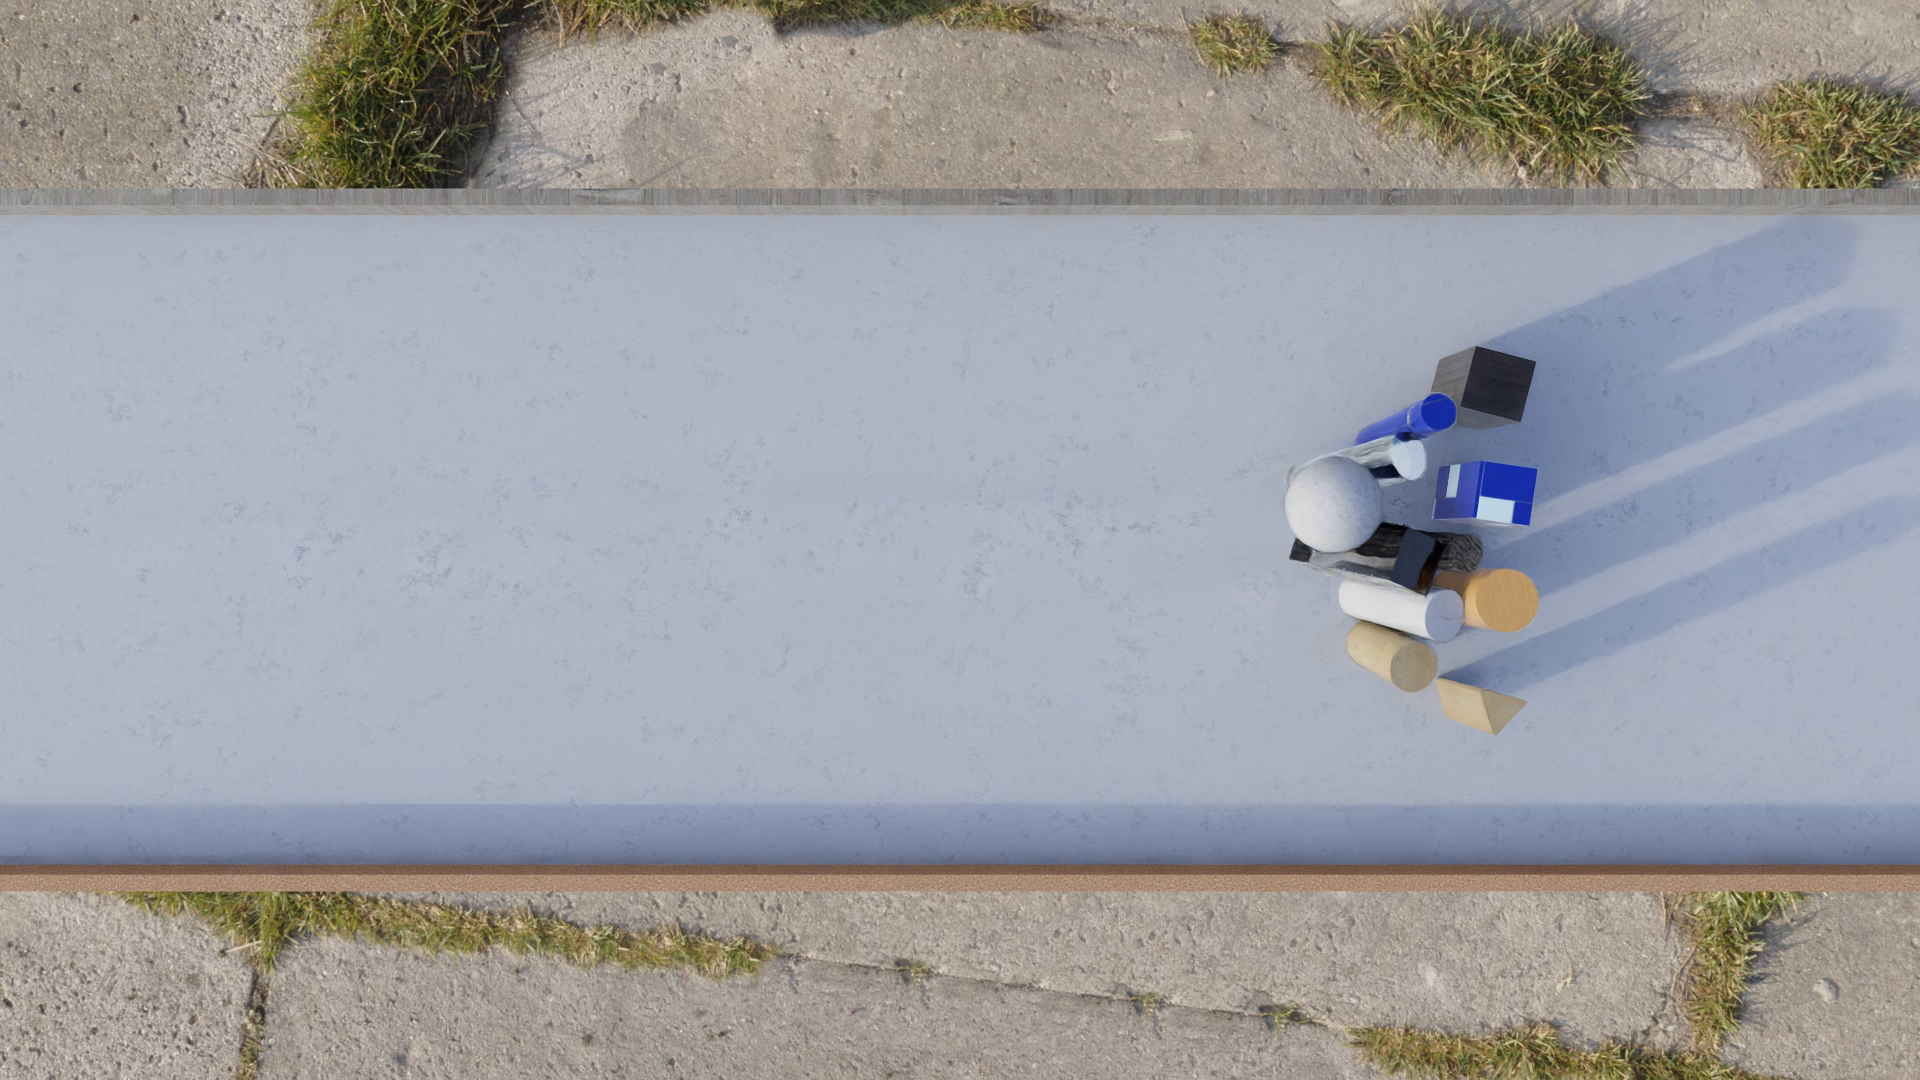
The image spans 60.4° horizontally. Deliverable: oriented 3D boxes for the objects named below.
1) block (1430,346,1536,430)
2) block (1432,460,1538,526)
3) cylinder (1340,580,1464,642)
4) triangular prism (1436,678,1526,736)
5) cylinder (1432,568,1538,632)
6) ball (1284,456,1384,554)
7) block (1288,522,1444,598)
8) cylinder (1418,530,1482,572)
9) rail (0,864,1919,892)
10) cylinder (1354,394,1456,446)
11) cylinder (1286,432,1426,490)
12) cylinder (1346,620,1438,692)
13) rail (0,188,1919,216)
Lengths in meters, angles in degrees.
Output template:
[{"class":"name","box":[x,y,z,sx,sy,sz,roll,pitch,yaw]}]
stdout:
[{"class":"block","box":[1.539,-0.446,4.895,0.179,0.364,0.179,15,90,0]},{"class":"block","box":[1.544,-0.133,4.874,0.162,0.405,0.162,8,90,0]},{"class":"cylinder","box":[1.302,0.189,4.879,0.151,0.368,0.151,-5,101,-27]},{"class":"triangular prism","box":[1.503,0.462,4.851,0.114,0.450,0.131,43,90,0]},{"class":"cylinder","box":[1.537,0.170,4.857,0.179,0.436,0.179,0,90,-1]},{"class":"ball","box":[1.064,-0.099,4.692,0.275,0.275,0.275,0,90,0]},{"class":"block","box":[1.190,0.035,4.849,0.161,0.425,0.161,21,87,-30]},{"class":"cylinder","box":[1.370,0.028,4.877,0.109,0.387,0.109,-1,93,-23]},{"class":"rail","box":[-2.247,1.025,5.001,12.000,0.150,0.050,0,90,0]},{"class":"cylinder","box":[1.301,-0.328,4.843,0.104,0.456,0.104,1,82,-10]},{"class":"cylinder","box":[1.161,-0.202,4.860,0.141,0.426,0.141,7,76,-31]},{"class":"cylinder","box":[1.281,0.341,4.909,0.148,0.307,0.148,-2,101,-10]},{"class":"rail","box":[-2.247,-1.025,5.002,12.000,0.150,0.050,0,90,0]}]
